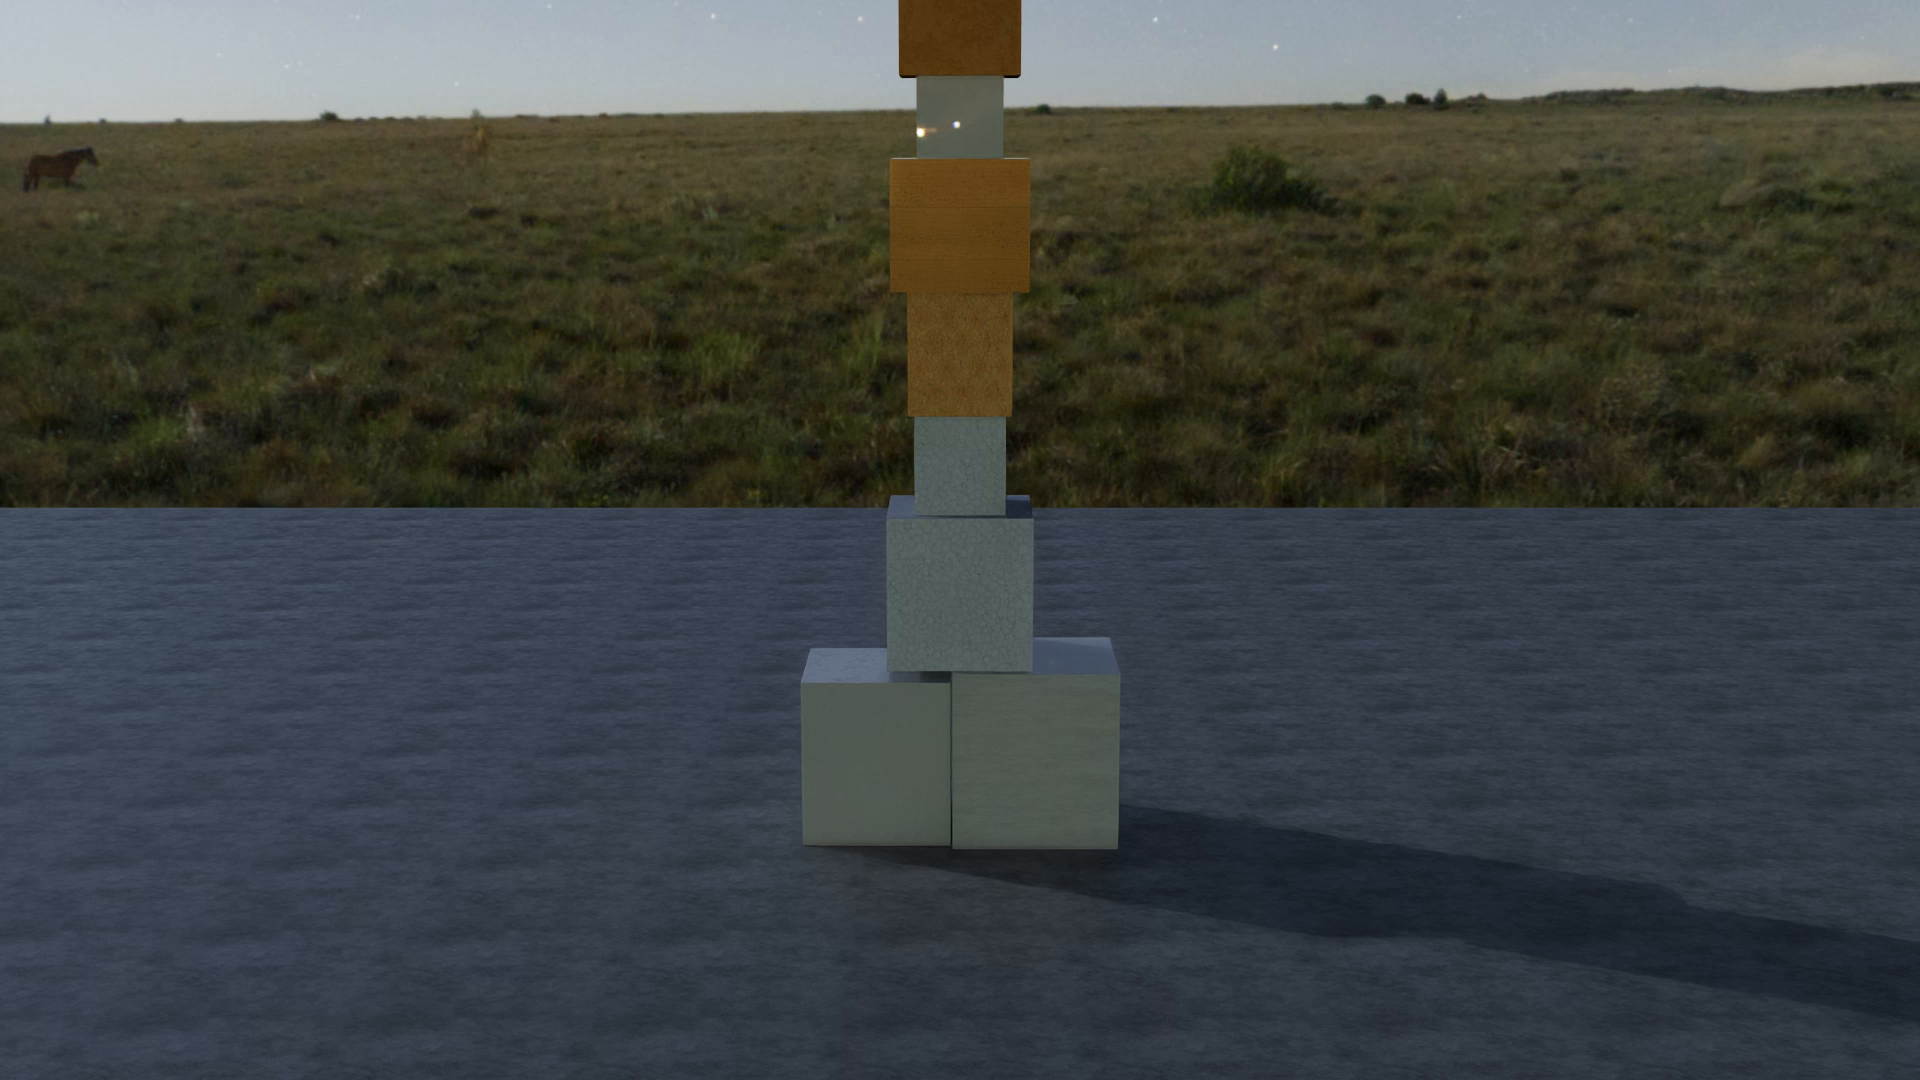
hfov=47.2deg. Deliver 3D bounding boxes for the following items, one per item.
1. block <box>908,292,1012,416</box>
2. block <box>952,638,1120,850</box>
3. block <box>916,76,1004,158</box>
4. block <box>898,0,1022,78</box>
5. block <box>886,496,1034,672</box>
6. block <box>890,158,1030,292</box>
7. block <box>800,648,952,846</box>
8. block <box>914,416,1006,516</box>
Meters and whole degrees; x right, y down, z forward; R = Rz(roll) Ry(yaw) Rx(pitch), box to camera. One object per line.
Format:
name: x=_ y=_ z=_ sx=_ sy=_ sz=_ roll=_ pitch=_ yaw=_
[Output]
block: x=0.000 y=-0.956 z=11.007 sx=0.512 sy=0.612 sz=0.565 roll=0 pitch=10 yaw=0
block: x=0.378 y=1.035 z=11.352 sx=0.831 sy=0.902 sz=0.821 roll=0 pitch=10 yaw=0
block: x=0.000 y=-2.074 z=10.798 sx=0.420 sy=0.394 sz=0.416 roll=0 pitch=10 yaw=0
block: x=0.000 y=-2.584 z=10.727 sx=0.584 sy=0.635 sz=0.570 roll=0 pitch=10 yaw=0
block: x=0.000 y=0.208 z=11.226 sx=0.724 sy=0.770 sz=0.726 roll=0 pitch=10 yaw=0
block: x=0.000 y=-1.569 z=10.893 sx=0.672 sy=0.634 sz=0.690 roll=0 pitch=10 yaw=0
block: x=-0.420 y=1.058 z=11.387 sx=0.745 sy=0.844 sz=0.760 roll=0 pitch=10 yaw=0
block: x=0.000 y=-0.410 z=11.093 sx=0.451 sy=0.494 sz=0.494 roll=0 pitch=10 yaw=0
